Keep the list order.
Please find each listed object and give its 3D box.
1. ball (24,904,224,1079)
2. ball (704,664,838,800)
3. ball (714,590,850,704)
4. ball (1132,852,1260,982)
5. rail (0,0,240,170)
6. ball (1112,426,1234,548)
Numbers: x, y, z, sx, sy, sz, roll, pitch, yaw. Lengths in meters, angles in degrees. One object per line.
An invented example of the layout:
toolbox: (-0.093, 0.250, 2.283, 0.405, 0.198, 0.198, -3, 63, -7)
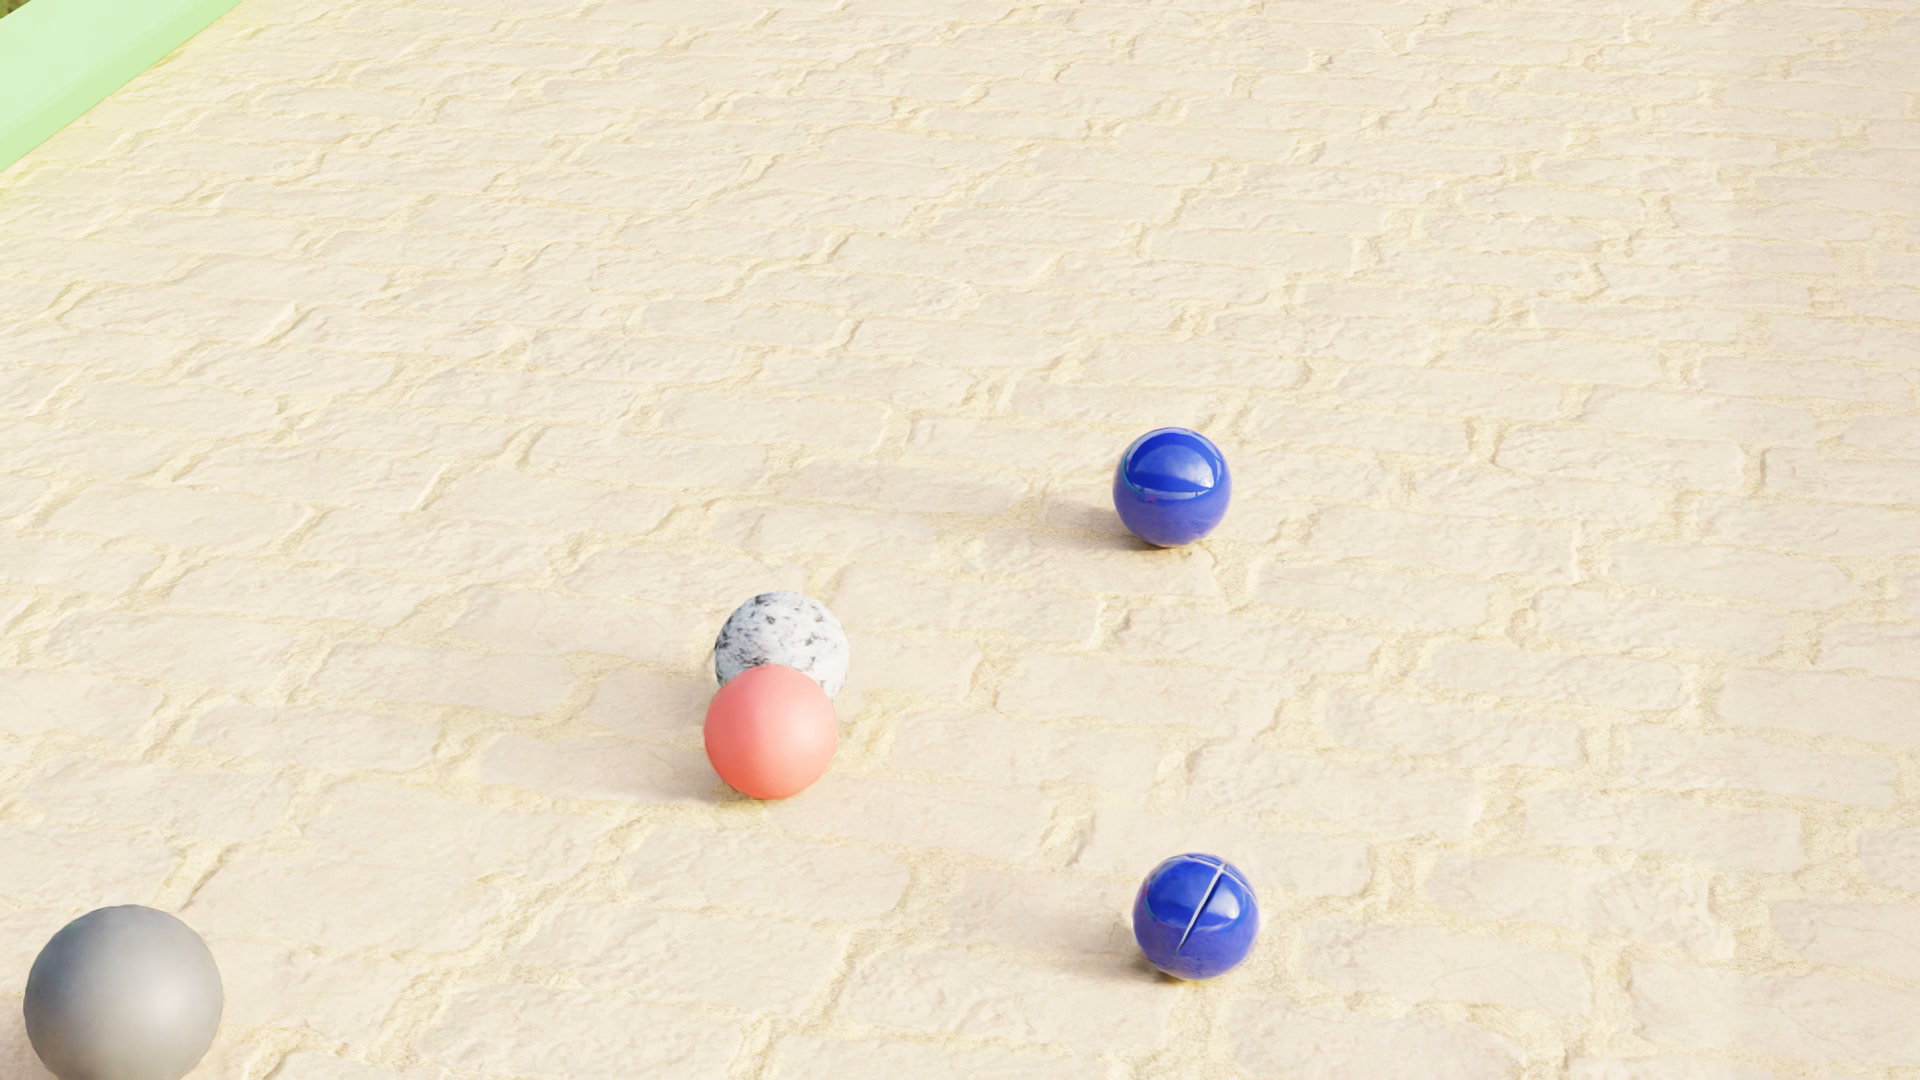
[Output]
ball: (-0.372, 0.206, 1.311, 0.086, 0.086, 0.086, 0, 28, 0)
ball: (-0.098, 0.099, 1.525, 0.070, 0.070, 0.070, 0, 28, 0)
ball: (-0.096, 0.064, 1.587, 0.073, 0.073, 0.073, 0, 28, 0)
ball: (0.111, 0.178, 1.389, 0.061, 0.061, 0.061, 0, 28, 0)
rail: (-0.646, -0.522, 2.629, 0.045, 0.112, 3.552, 6, 29, 11)
ball: (0.127, -0.032, 1.764, 0.073, 0.073, 0.073, 0, 28, 0)
